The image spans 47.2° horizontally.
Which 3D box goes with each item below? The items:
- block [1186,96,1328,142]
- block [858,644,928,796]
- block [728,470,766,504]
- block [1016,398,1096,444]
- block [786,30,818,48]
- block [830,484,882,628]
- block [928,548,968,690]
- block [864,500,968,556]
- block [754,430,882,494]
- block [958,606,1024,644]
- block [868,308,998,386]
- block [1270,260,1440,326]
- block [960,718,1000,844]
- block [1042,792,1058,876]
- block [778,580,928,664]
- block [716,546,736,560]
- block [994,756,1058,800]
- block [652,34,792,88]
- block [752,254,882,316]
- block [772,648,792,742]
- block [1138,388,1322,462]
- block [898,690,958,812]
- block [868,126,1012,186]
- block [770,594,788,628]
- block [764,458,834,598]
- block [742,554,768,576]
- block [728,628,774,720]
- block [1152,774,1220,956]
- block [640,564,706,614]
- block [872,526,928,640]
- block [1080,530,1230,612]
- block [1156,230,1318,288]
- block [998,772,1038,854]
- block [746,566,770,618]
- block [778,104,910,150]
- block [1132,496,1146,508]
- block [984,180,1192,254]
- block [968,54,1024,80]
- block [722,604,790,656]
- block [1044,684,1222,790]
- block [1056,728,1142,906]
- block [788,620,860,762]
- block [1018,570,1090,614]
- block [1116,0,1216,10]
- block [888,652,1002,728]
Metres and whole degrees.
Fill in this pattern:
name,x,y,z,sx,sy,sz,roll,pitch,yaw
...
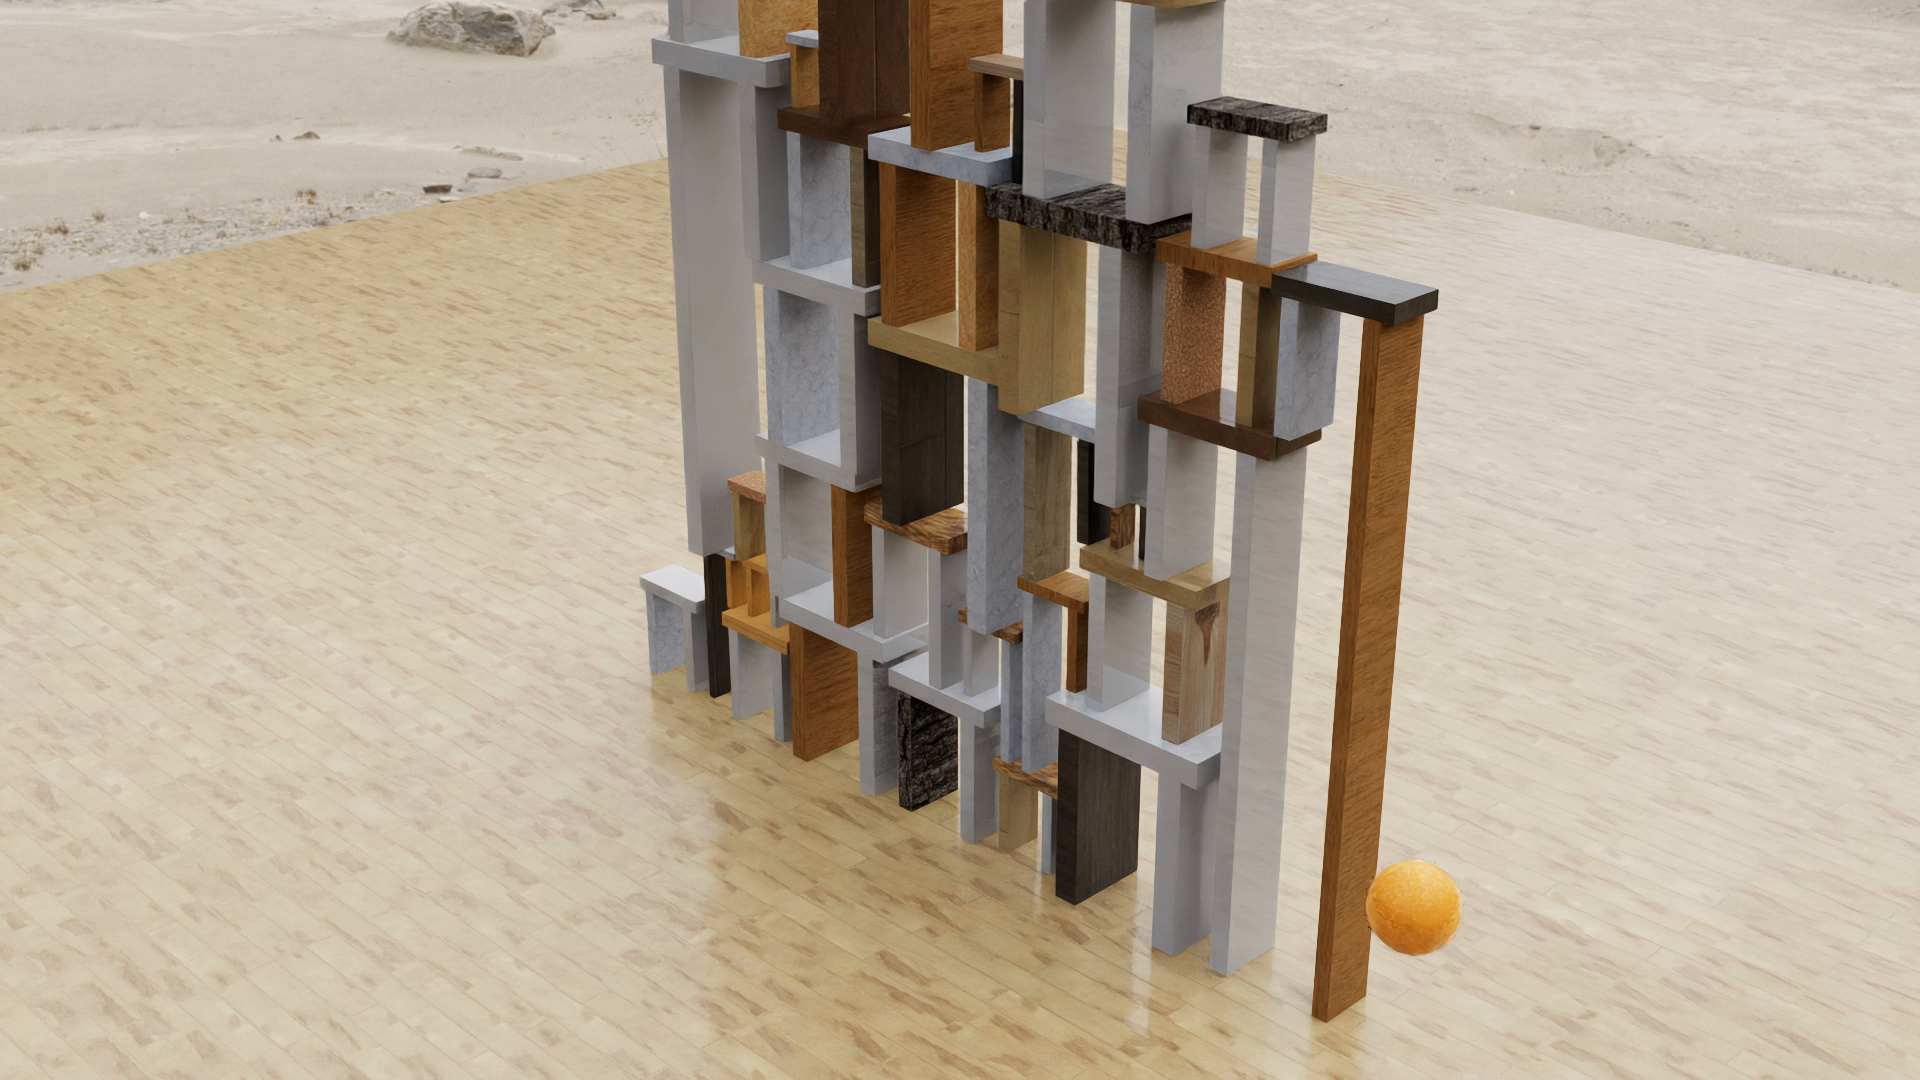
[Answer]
name,x,y,z,sx,sy,sz,roll,pitch,yaw
block,0.464,-0.659,3.440,0.198,0.028,0.099,21,31,40
block,-0.135,0.355,4.521,0.045,0.315,0.157,21,31,41
block,-0.408,-0.107,4.618,0.078,0.022,0.156,-21,31,-41
block,0.206,-0.218,3.913,0.195,0.028,0.098,21,31,41
block,-0.264,-0.935,4.110,0.120,0.017,0.060,21,31,40
block,-0.187,0.012,4.426,0.043,0.301,0.150,21,31,41
block,-0.007,0.137,4.286,0.034,0.293,0.118,21,31,41
block,-0.063,-0.035,4.274,0.118,0.034,0.237,-21,31,-41
block,-0.258,-0.173,4.424,0.301,0.043,0.150,21,31,41
block,0.077,0.156,4.201,0.076,0.022,0.152,-21,31,-40
block,0.011,-0.366,4.061,0.173,0.049,0.347,-21,31,-41
block,0.608,-0.384,3.394,0.230,0.033,0.115,21,31,40
block,0.061,0.455,4.348,0.038,0.265,0.133,21,31,41
block,0.196,0.552,4.240,0.024,0.172,0.086,21,31,41
block,-0.209,0.160,4.519,0.315,0.045,0.157,21,31,41
block,-0.507,0.014,4.779,0.117,0.017,0.058,21,31,40
block,0.156,0.446,4.239,0.172,0.024,0.086,21,31,41
block,-0.425,-0.942,4.284,0.344,0.049,0.172,21,31,40
block,-0.235,-0.506,4.259,0.163,0.046,0.327,-21,31,-41
block,-0.351,0.318,4.736,0.030,0.215,0.108,21,31,41
block,0.446,-0.202,3.648,0.139,0.039,0.278,-21,31,-41
block,-0.064,0.406,4.463,0.038,0.265,0.133,21,31,41
block,-0.006,-0.691,3.930,0.152,0.043,0.304,-21,31,-41
block,-0.377,0.125,4.689,0.016,0.116,0.058,21,31,41
block,-0.328,-0.043,4.557,0.043,0.301,0.150,21,31,41
block,-0.405,0.053,4.688,0.058,0.016,0.116,-21,31,-41
block,-0.453,0.278,4.829,0.030,0.215,0.108,21,31,41
block,0.431,0.558,3.988,0.051,0.358,0.179,21,31,41
block,-0.618,0.109,4.949,0.203,0.029,0.101,21,31,41
block,-0.119,0.068,4.378,0.034,0.237,0.118,21,31,41
block,0.353,0.050,3.865,0.266,0.038,0.133,21,31,41
block,0.445,-0.458,3.552,0.237,0.034,0.118,21,31,41
block,0.115,0.520,4.315,0.024,0.172,0.086,21,31,41
block,-0.432,0.104,4.739,0.016,0.116,0.058,21,31,41
block,-0.205,-0.779,4.119,0.264,0.037,0.132,21,31,41
block,0.311,-0.080,3.852,0.049,0.014,0.099,-21,31,-40
block,0.227,-0.560,3.732,0.174,0.049,0.347,-21,31,-40
block,0.089,-0.813,3.780,0.070,0.020,0.139,-21,31,-40
block,-0.402,0.185,4.735,0.215,0.030,0.108,21,31,41
block,0.347,0.337,3.985,0.358,0.051,0.179,21,31,41
block,0.262,0.492,4.143,0.051,0.358,0.179,21,31,41
block,-0.284,0.297,4.658,0.045,0.315,0.157,21,31,41
block,0.194,0.090,4.049,0.166,0.023,0.083,21,31,41
block,0.265,-0.913,3.550,0.173,0.049,0.347,-21,31,-40
block,-0.002,0.291,4.346,0.265,0.038,0.133,21,31,41
